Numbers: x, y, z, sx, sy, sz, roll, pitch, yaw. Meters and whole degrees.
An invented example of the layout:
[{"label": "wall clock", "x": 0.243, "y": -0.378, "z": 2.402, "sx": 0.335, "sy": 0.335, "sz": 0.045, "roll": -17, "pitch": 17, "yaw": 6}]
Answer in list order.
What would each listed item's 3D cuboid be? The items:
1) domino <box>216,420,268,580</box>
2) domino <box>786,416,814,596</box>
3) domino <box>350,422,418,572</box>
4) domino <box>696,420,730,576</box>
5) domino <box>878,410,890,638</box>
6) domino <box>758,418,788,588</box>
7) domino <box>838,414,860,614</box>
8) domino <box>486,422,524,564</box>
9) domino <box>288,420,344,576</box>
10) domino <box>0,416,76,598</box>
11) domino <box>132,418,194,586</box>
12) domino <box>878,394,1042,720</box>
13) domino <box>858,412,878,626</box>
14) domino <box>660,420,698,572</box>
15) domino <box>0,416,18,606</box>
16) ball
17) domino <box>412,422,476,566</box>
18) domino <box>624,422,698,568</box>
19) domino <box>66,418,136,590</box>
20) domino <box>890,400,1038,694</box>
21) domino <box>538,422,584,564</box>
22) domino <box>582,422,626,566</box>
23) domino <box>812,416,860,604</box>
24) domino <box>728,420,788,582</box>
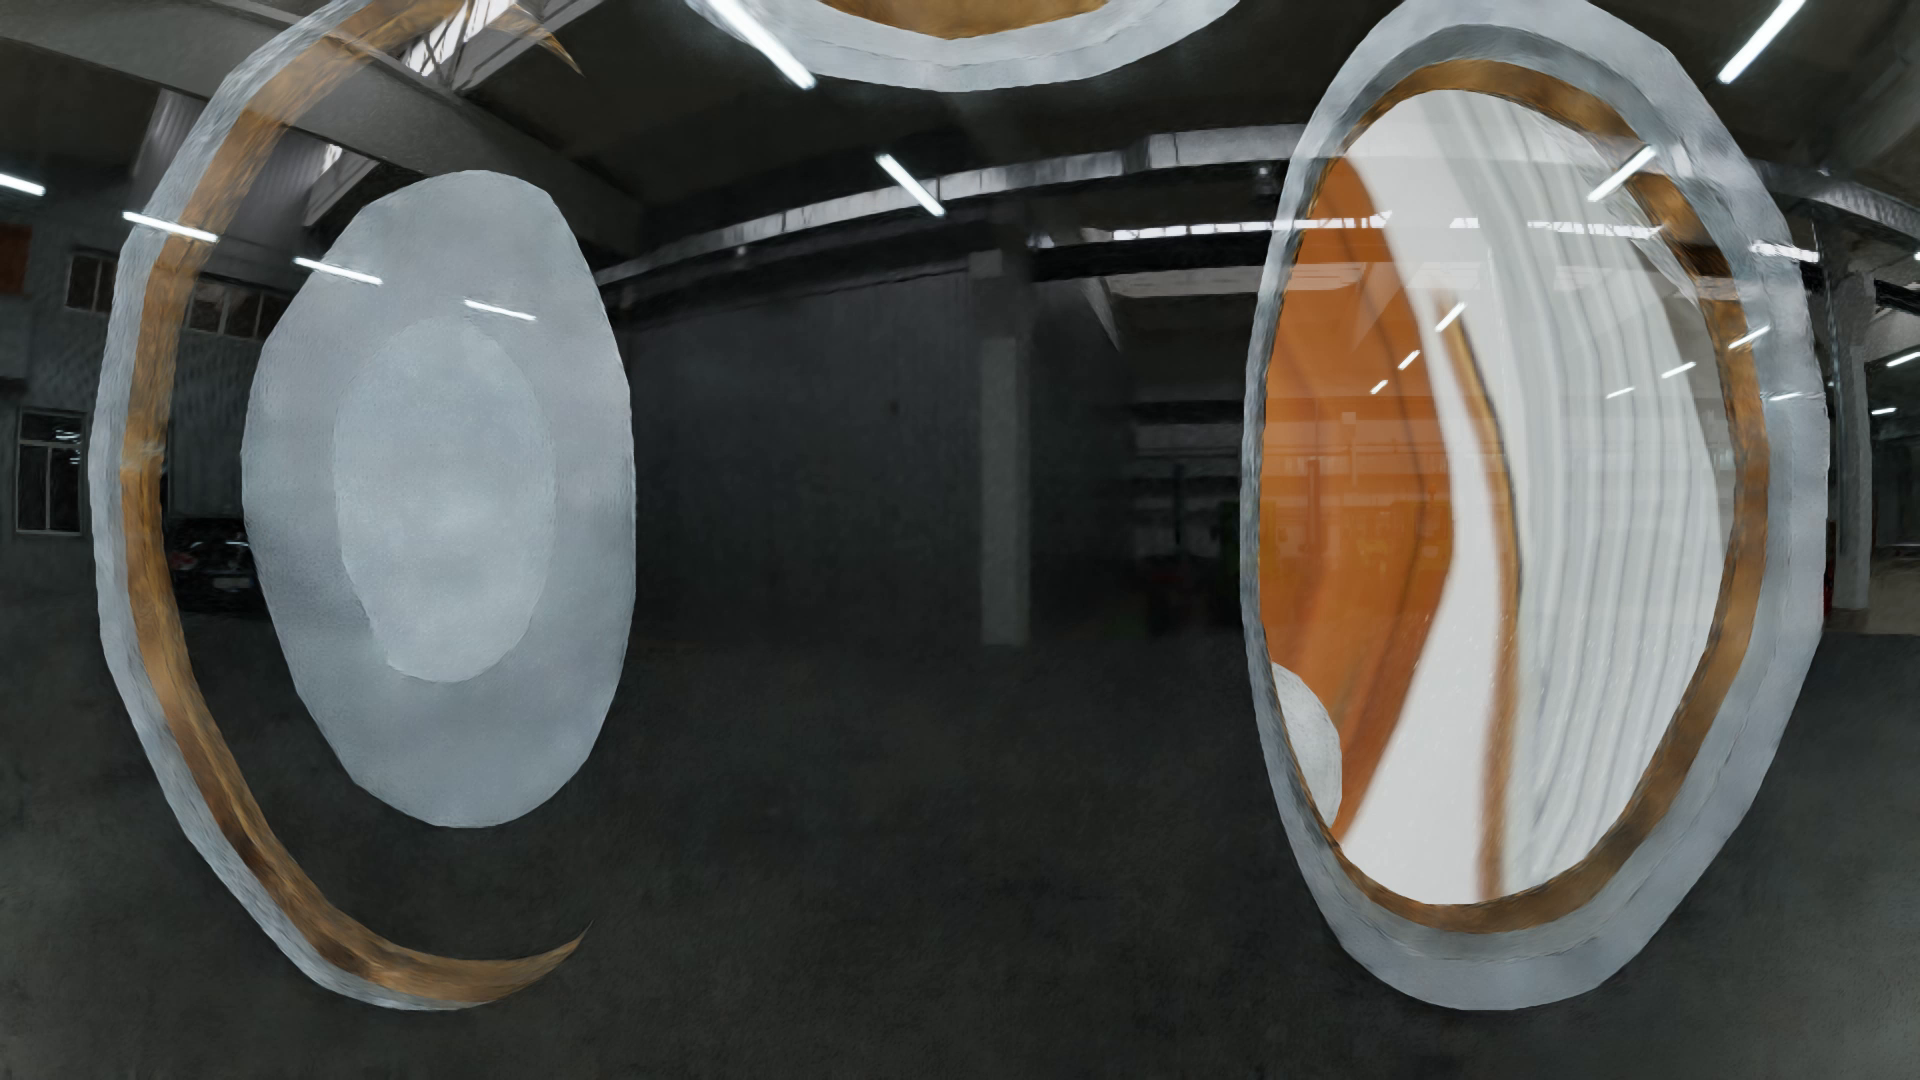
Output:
[{"label": "domino", "x": -0.229, "y": -0.013, "z": 0.410, "sx": 0.010, "sy": 0.050, "sz": 0.025, "roll": -3, "pitch": 5, "yaw": -36}, {"label": "domino", "x": -0.036, "y": -0.010, "z": 0.367, "sx": 0.025, "sy": 0.050, "sz": 0.009, "roll": -2, "pitch": 5, "yaw": -28}, {"label": "domino", "x": -0.197, "y": -0.015, "z": 0.438, "sx": 0.025, "sy": 0.050, "sz": 0.009, "roll": 4, "pitch": 6, "yaw": 40}, {"label": "domino", "x": -0.073, "y": -0.014, "z": 0.421, "sx": 0.025, "sy": 0.050, "sz": 0.009, "roll": -4, "pitch": 6, "yaw": -41}, {"label": "domino", "x": -0.005, "y": -0.004, "z": 0.287, "sx": 0.025, "sy": 0.050, "sz": 0.010, "roll": -1, "pitch": 4, "yaw": -13}, {"label": "domino", "x": -0.047, "y": -0.011, "z": 0.386, "sx": 0.025, "sy": 0.050, "sz": 0.009, "roll": -3, "pitch": 5, "yaw": -32}, {"label": "domino", "x": -0.018, "y": -0.007, "z": 0.328, "sx": 0.025, "sy": 0.050, "sz": 0.009, "roll": -2, "pitch": 5, "yaw": -21}, {"label": "domino", "x": -0.165, "y": -0.017, "z": 0.466, "sx": 0.009, "sy": 0.050, "sz": 0.025, "roll": -1, "pitch": 4, "yaw": -15}, {"label": "domino", "x": -0.213, "y": -0.014, "z": 0.423, "sx": 0.010, "sy": 0.050, "sz": 0.025, "roll": -3, "pitch": 6, "yaw": -39}, {"label": "domino", "x": -0.263, "y": -0.009, "z": 0.358, "sx": 0.025, "sy": 0.050, "sz": 0.009, "roll": 1, "pitch": 4, "yaw": 8}, {"label": "domino", "x": -0.247, "y": -0.012, "z": 0.397, "sx": 0.009, "sy": 0.050, "sz": 0.025, "roll": -4, "pitch": 6, "yaw": -43}, {"label": "domino", "x": 0.000, "y": 0.002, "z": 0.201, "sx": 0.025, "sy": 0.050, "sz": 0.010, "roll": 0, "pitch": 4, "yaw": 0}, {"label": "domino", "x": -0.011, "y": -0.006, "z": 0.308, "sx": 0.025, "sy": 0.050, "sz": 0.010, "roll": -1, "pitch": 4, "yaw": -17}, {"label": "domino", "x": -0.088, "y": -0.015, "z": 0.436, "sx": 0.010, "sy": 0.050, "sz": 0.025, "roll": 4, "pitch": 6, "yaw": 42}, {"label": "domino", "x": -0.264, "y": -0.008, "z": 0.336, "sx": 0.025, "sy": 0.050, "sz": 0.010, "roll": 0, "pitch": 4, "yaw": -1}, {"label": "ball", "x": 0.000, "y": -0.002, "z": 0.056, "sx": 0.080, "sy": 0.080, "sz": 0.080, "roll": 0, "pitch": 4, "yaw": 0}, {"label": "domino", "x": -0.183, "y": -0.017, "z": 0.455, "sx": 0.025, "sy": 0.050, "sz": 0.010, "roll": 4, "pitch": 6, "yaw": 42}, {"label": "domino", "x": -0.105, "y": -0.016, "z": 0.450, "sx": 0.009, "sy": 0.050, "sz": 0.025, "roll": 3, "pitch": 5, "yaw": 36}, {"label": "domino", "x": -0.258, "y": -0.011, "z": 0.379, "sx": 0.025, "sy": 0.050, "sz": 0.010, "roll": 2, "pitch": 5, "yaw": 19}, {"label": "domino", "x": 0.001, "y": 0.001, "z": 0.222, "sx": 0.025, "sy": 0.050, "sz": 0.009, "roll": 0, "pitch": 4, "yaw": 2}, {"label": "domino", "x": -0.144, "y": -0.018, "z": 0.467, "sx": 0.010, "sy": 0.050, "sz": 0.025, "roll": 0, "pitch": 4, "yaw": 6}, {"label": "domino", "x": -0.123, "y": -0.017, "z": 0.461, "sx": 0.010, "sy": 0.050, "sz": 0.025, "roll": 2, "pitch": 5, "yaw": 26}, {"label": "domino", "x": -0.026, "y": -0.009, "z": 0.348, "sx": 0.025, "sy": 0.050, "sz": 0.009, "roll": -2, "pitch": 5, "yaw": -25}, {"label": "domino", "x": -0.059, "y": -0.013, "z": 0.404, "sx": 0.025, "sy": 0.050, "sz": 0.010, "roll": -3, "pitch": 5, "yaw": -36}]
